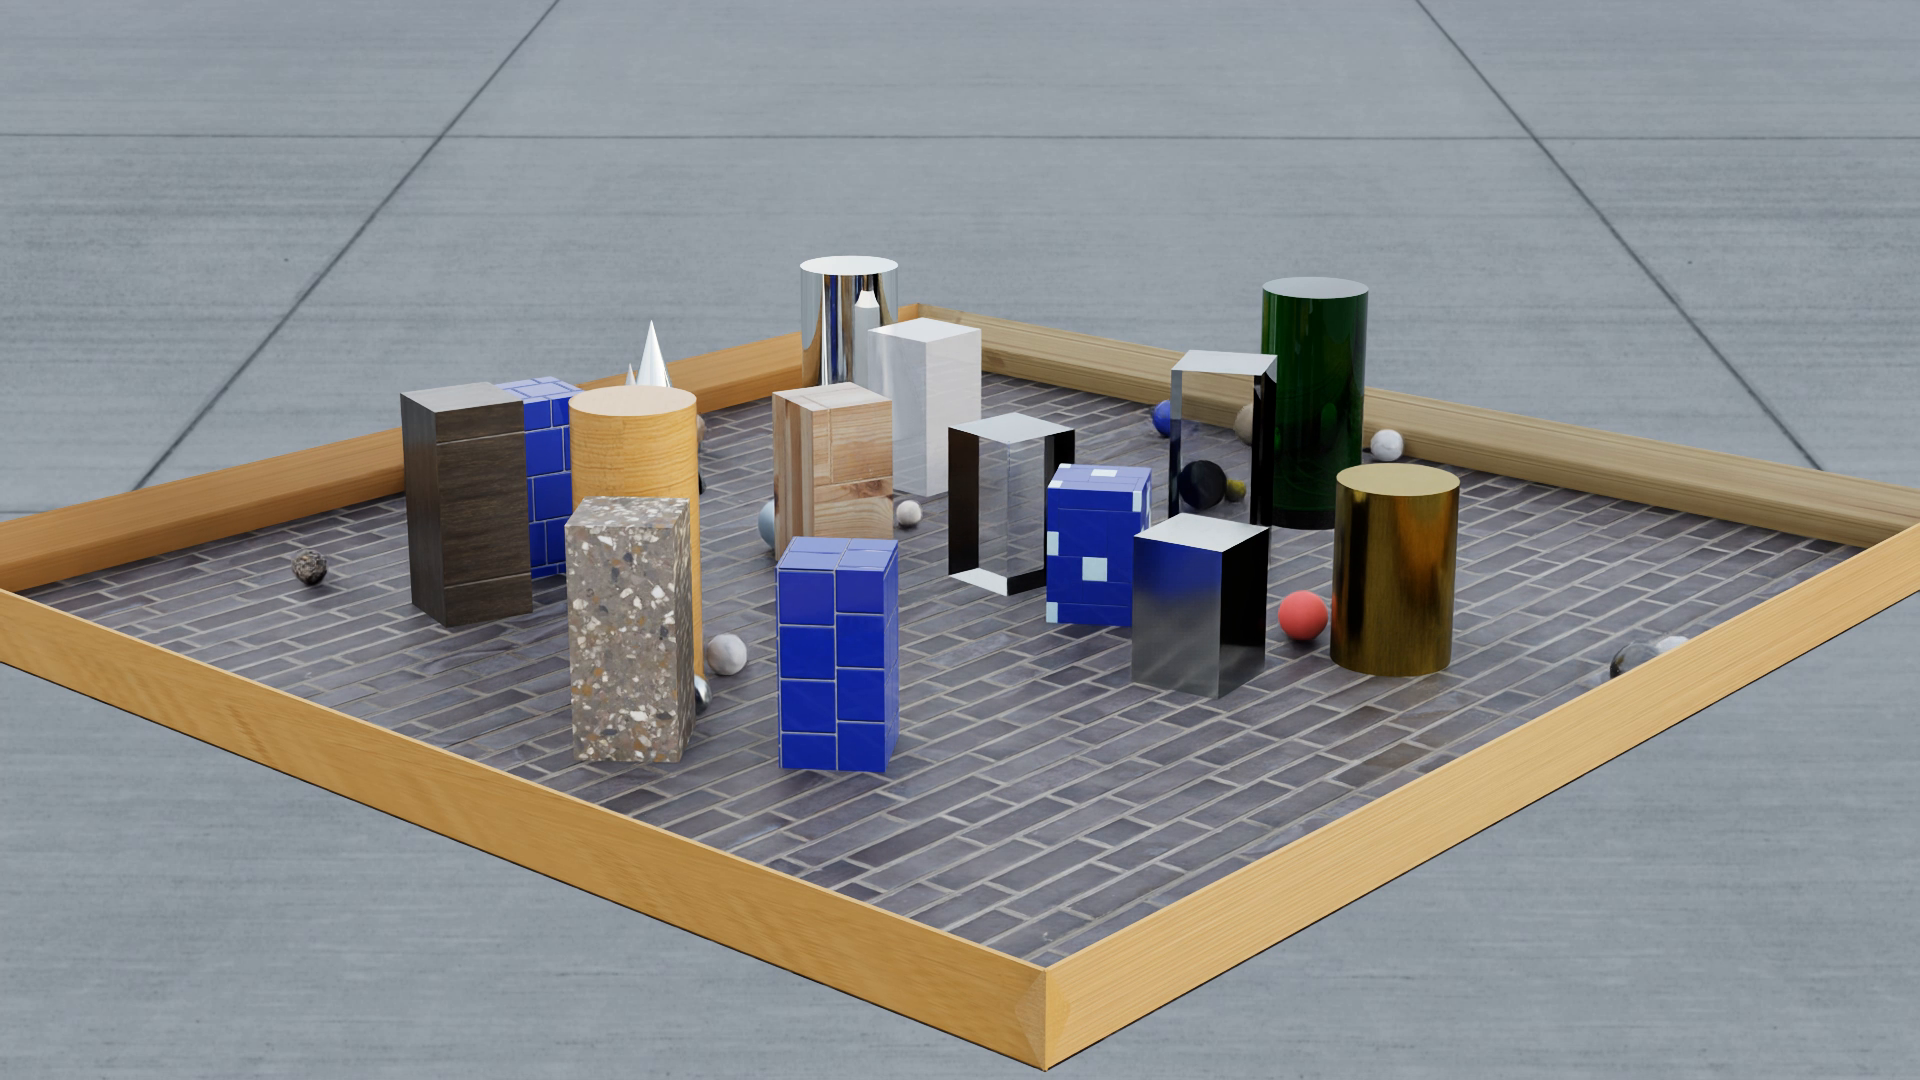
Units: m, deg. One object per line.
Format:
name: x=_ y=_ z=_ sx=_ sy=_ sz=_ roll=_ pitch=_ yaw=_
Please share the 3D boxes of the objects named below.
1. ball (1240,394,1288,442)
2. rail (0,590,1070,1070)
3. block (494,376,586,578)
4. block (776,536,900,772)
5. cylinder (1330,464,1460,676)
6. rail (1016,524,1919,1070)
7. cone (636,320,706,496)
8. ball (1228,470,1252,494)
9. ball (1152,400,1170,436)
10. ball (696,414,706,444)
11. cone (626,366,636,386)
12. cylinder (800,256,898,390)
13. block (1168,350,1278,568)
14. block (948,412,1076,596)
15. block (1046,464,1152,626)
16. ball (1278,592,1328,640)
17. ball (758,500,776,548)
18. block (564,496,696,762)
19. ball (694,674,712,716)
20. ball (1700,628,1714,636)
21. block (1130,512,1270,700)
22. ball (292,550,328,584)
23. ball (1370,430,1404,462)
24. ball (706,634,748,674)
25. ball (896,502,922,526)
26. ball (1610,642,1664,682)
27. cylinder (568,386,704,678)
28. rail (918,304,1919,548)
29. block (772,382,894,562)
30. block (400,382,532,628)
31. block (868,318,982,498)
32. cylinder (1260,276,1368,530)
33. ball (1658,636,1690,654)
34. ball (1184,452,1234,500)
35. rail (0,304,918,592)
ball: x=0.636 y=-0.256 z=6.130 sx=0.099 sy=0.099 sz=0.099 roll=0 pitch=17 yaw=0
rail: x=-0.840 y=0.311 z=4.194 sx=2.527 sy=0.128 sz=0.045 roll=14 pitch=22 yaw=39
block: x=-0.764 y=-0.112 z=5.269 sx=0.158 sy=0.321 sz=0.158 roll=-11 pitch=20 yaw=-33
block: x=-0.180 y=0.168 z=4.356 sx=0.158 sy=0.310 sz=0.158 roll=2 pitch=17 yaw=6
cylinder: x=0.706 y=0.047 z=4.772 sx=0.197 sy=0.303 sz=0.197 roll=0 pitch=17 yaw=0
rail: x=0.936 y=0.267 z=4.342 sx=0.045 sy=0.128 sz=2.609 roll=14 pitch=22 yaw=39
cone: x=-0.599 y=-0.264 z=5.738 sx=0.197 sy=0.341 sz=0.197 roll=0 pitch=17 yaw=0
ball: x=0.548 y=-0.113 z=5.745 sx=0.048 sy=0.048 sz=0.048 roll=0 pitch=17 yaw=0
ball: x=0.443 y=-0.256 z=6.169 sx=0.078 sy=0.078 sz=0.078 roll=0 pitch=17 yaw=0
ball: x=-0.564 y=-0.229 z=6.084 sx=0.074 sy=0.074 sz=0.074 roll=0 pitch=17 yaw=0
cone: x=-0.566 y=-0.107 z=5.087 sx=0.197 sy=0.415 sz=0.197 roll=0 pitch=17 yaw=0
cylinder: x=-0.224 y=-0.365 z=5.979 sx=0.197 sy=0.396 sz=0.197 roll=0 pitch=17 yaw=0
block: x=0.464 y=-0.124 z=5.189 sx=0.158 sy=0.390 sz=0.158 roll=5 pitch=17 yaw=15
block: x=0.090 y=-0.065 z=5.192 sx=0.158 sy=0.275 sz=0.158 roll=-14 pitch=22 yaw=-39
block: x=0.238 y=0.008 z=5.016 sx=0.158 sy=0.237 sz=0.158 roll=3 pitch=17 yaw=9
ball: x=0.573 y=0.127 z=4.889 sx=0.083 sy=0.083 sz=0.083 roll=0 pitch=17 yaw=0
ball: x=-0.322 y=-0.030 z=5.382 sx=0.098 sy=0.098 sz=0.098 roll=0 pitch=17 yaw=0
block: x=-0.490 y=0.132 z=4.383 sx=0.158 sy=0.364 sz=0.158 roll=1 pitch=17 yaw=4
ball: x=-0.420 y=0.241 z=4.531 sx=0.071 sy=0.071 sz=0.071 roll=0 pitch=17 yaw=0
ball: x=1.221 y=0.179 z=4.736 sx=0.071 sy=0.071 sz=0.071 roll=0 pitch=17 yaw=0
block: x=0.383 y=0.104 z=4.687 sx=0.158 sy=0.243 sz=0.158 roll=11 pitch=20 yaw=32
ball: x=-1.150 y=0.048 z=5.188 sx=0.060 sy=0.060 sz=0.060 roll=0 pitch=17 yaw=0
ball: x=0.869 y=-0.192 z=5.974 sx=0.067 sy=0.067 sz=0.067 roll=0 pitch=17 yaw=0
ball: x=-0.376 y=0.184 z=4.726 sx=0.067 sy=0.067 sz=0.067 roll=0 pitch=17 yaw=0
ball: x=-0.097 y=-0.049 z=5.532 sx=0.048 sy=0.048 sz=0.048 roll=0 pitch=17 yaw=0
ball: x=1.066 y=0.209 z=4.593 sx=0.097 sy=0.097 sz=0.097 roll=0 pitch=17 yaw=0
cylinder: x=-0.507 y=0.009 z=4.609 sx=0.197 sy=0.470 sz=0.197 roll=0 pitch=17 yaw=0
rail: x=0.840 y=-0.247 z=6.046 sx=2.527 sy=0.128 sz=0.045 roll=14 pitch=22 yaw=39
block: x=-0.228 y=-0.106 z=5.261 sx=0.158 sy=0.313 sz=0.158 roll=-10 pitch=19 yaw=-29
block: x=-0.842 y=-0.062 z=5.008 sx=0.158 sy=0.376 sz=0.158 roll=-10 pitch=19 yaw=-30
block: x=-0.070 y=-0.264 z=5.793 sx=0.158 sy=0.309 sz=0.158 roll=15 pitch=22 yaw=40
cylinder: x=0.664 y=-0.259 z=5.544 sx=0.197 sy=0.444 sz=0.197 roll=0 pitch=17 yaw=0
ball: x=1.143 y=0.193 z=4.672 sx=0.081 sy=0.081 sz=0.081 roll=0 pitch=17 yaw=0
ball: x=0.484 y=-0.124 z=5.702 sx=0.094 sy=0.094 sz=0.094 roll=0 pitch=17 yaw=0
rail: x=-0.936 y=-0.202 z=5.898 sx=0.045 sy=0.128 sz=2.609 roll=14 pitch=22 yaw=39
